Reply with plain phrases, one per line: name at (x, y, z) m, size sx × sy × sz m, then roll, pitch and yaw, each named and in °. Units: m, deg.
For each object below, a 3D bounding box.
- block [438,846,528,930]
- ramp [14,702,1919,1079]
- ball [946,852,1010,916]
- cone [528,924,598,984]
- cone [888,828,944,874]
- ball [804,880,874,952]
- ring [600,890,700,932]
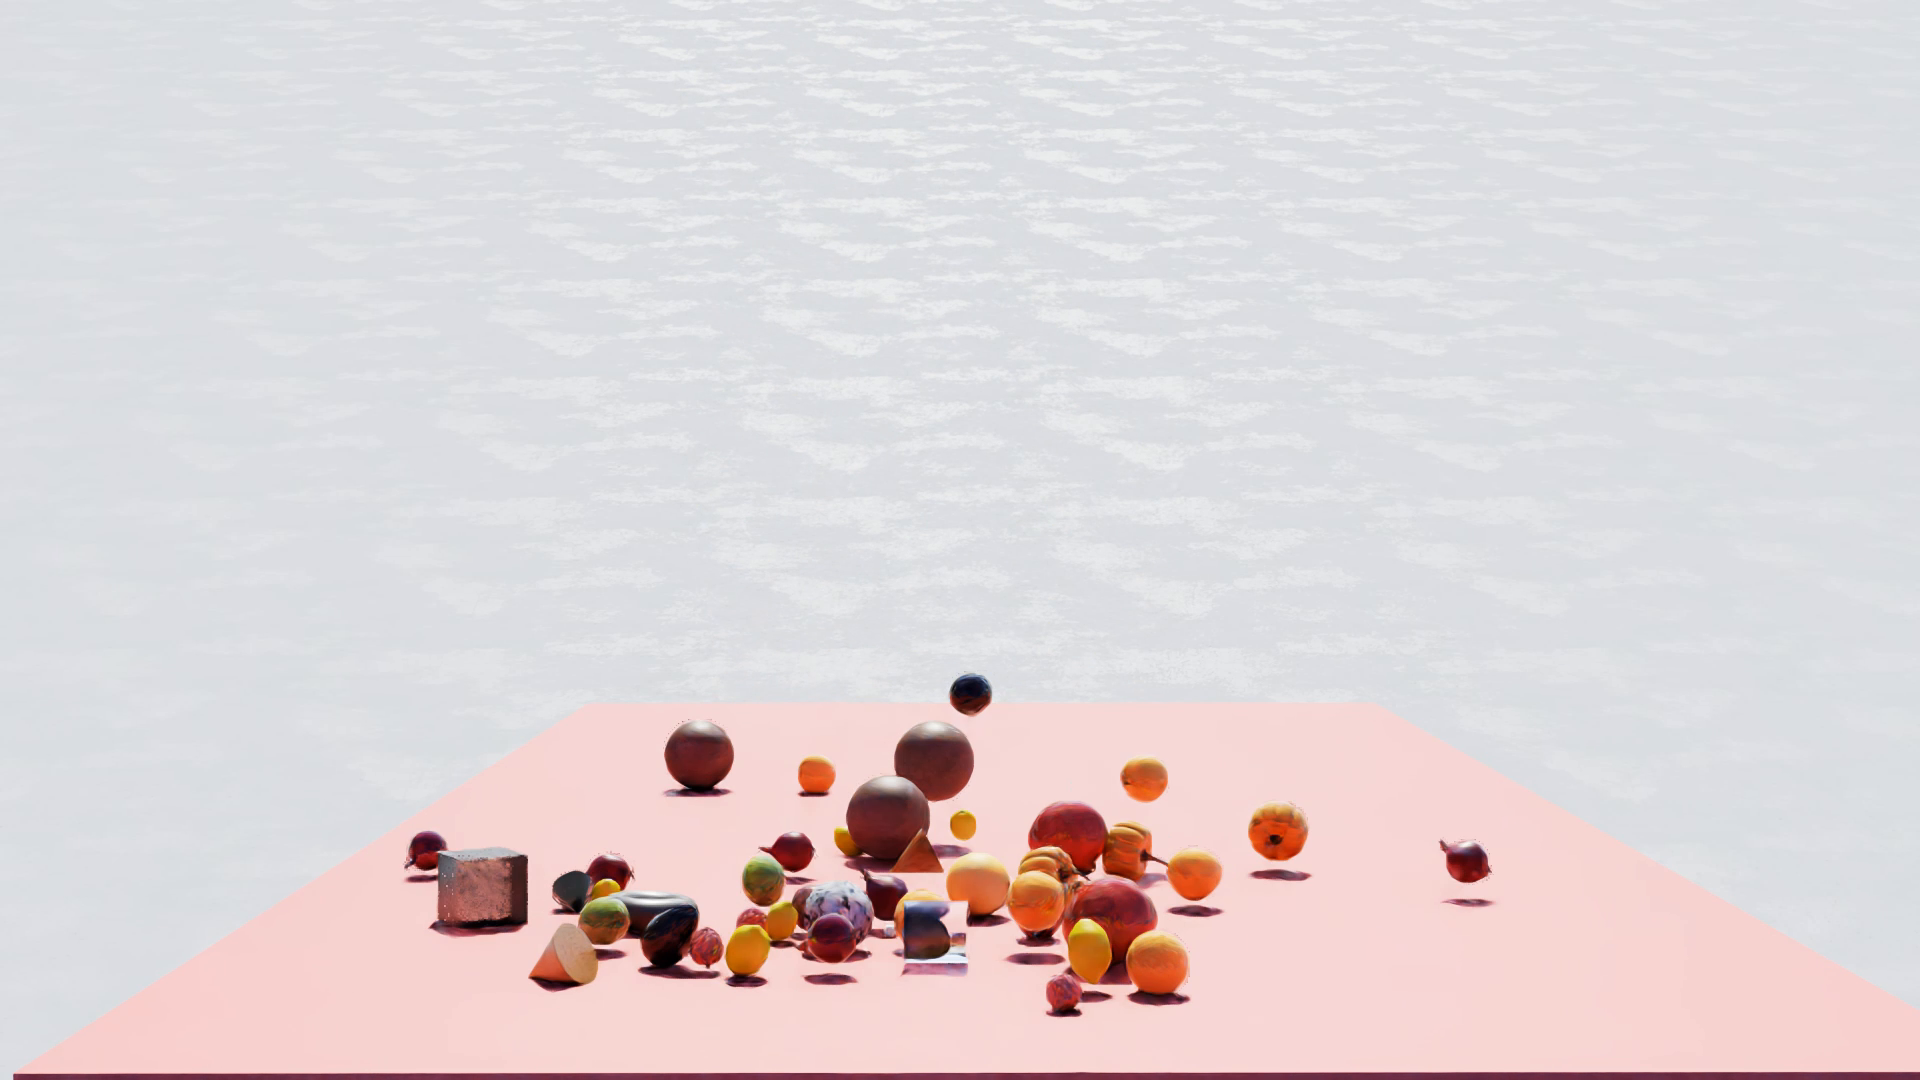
block at (-0.632, 0.460, 3.410) m, size 0.090 × 0.090 × 0.090 m, roll -1°, pitch 2°, yaw -32°
ramp at (0.058, 0.522, 4.560) m, size 2.000 × 0.100 × 4.000 m, roll 0°, pitch 2°, yaw 0°
ball at (0.024, 0.460, 3.447) m, size 0.086 × 0.086 × 0.086 m, roll 0°, pitch 25°, yaw 0°
cone at (-0.478, 0.499, 3.021) m, size 0.076 × 0.076 × 0.076 m, roll -28°, pitch 17°, yaw 22°
cone at (-0.069, 0.446, 3.570) m, size 0.069 × 0.069 × 0.069 m, roll -27°, pitch 30°, yaw -6°
ball at (-0.151, 0.467, 3.205) m, size 0.088 × 0.088 × 0.088 m, roll 0°, pitch 25°, yaw 0°
ring at (-0.404, 0.484, 3.362) m, size 0.129 × 0.043 × 0.129 m, roll 3°, pitch -1°, yaw 0°
